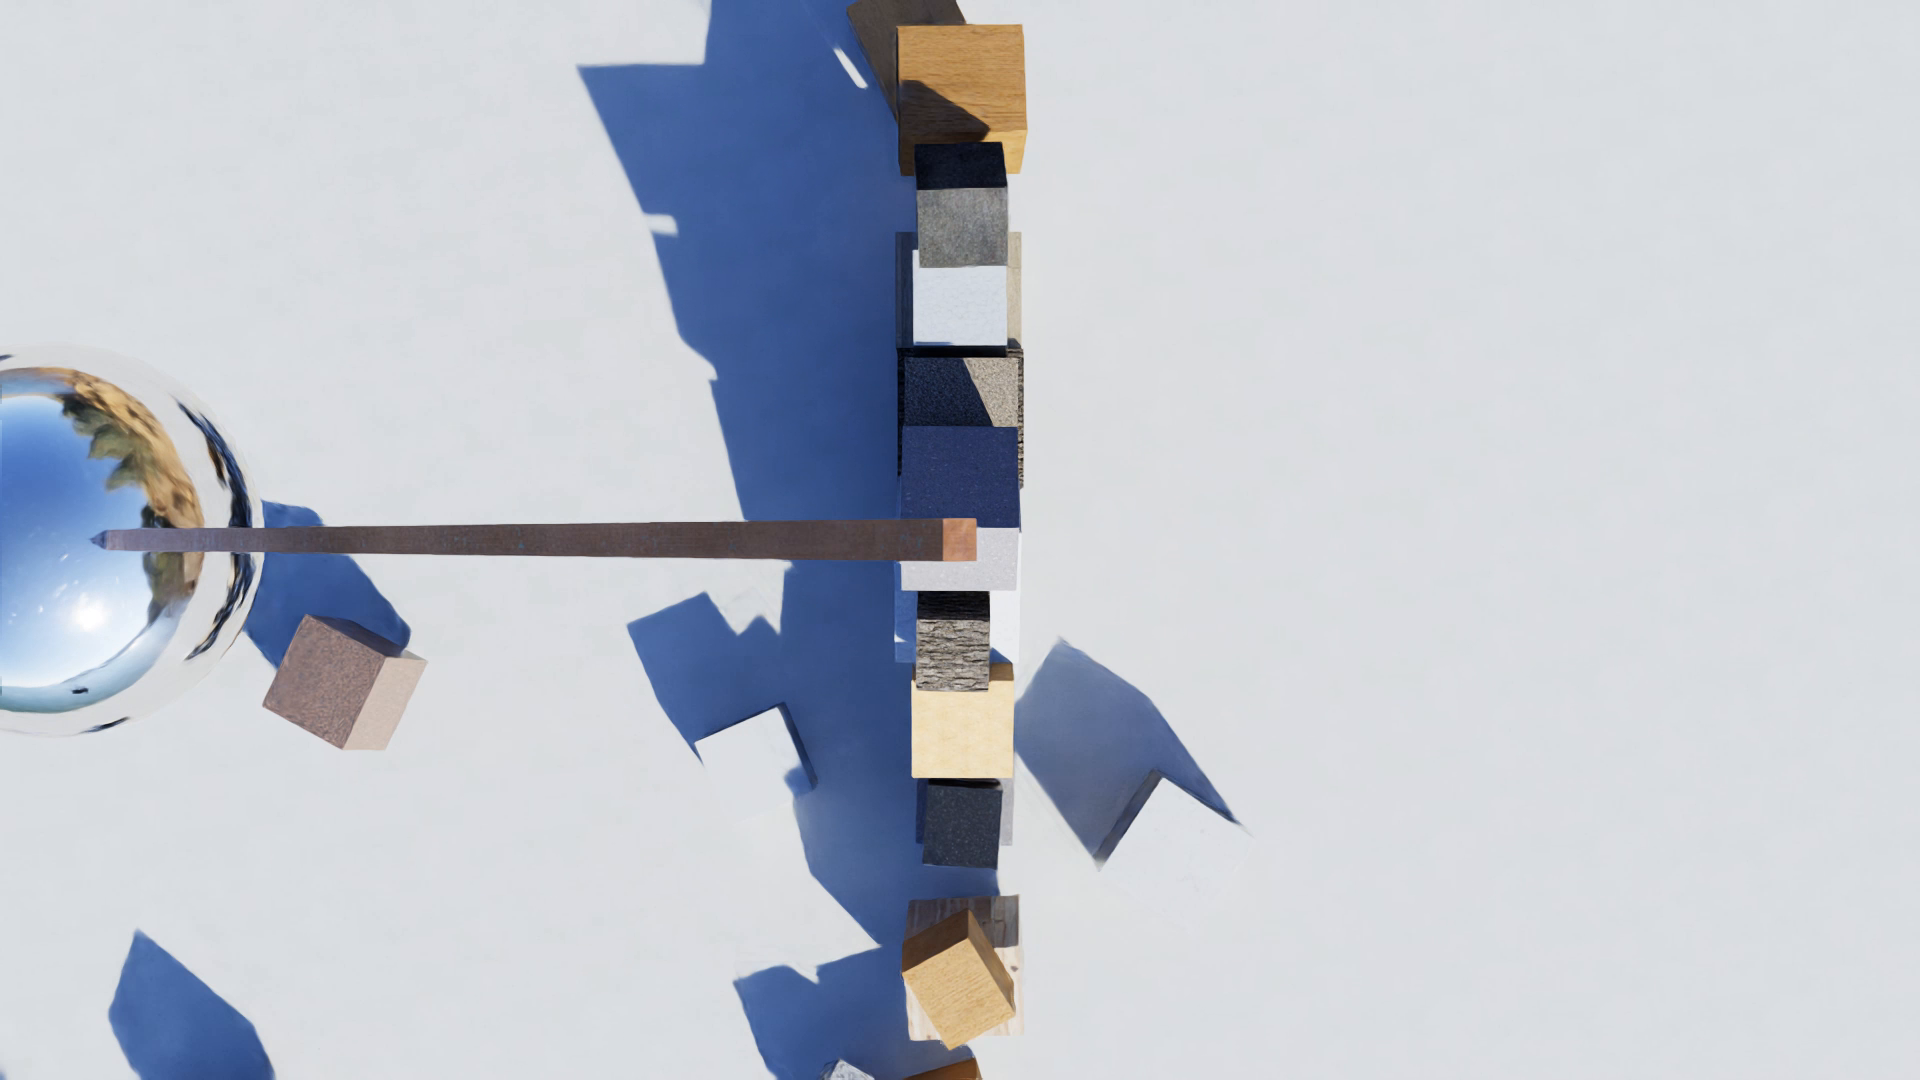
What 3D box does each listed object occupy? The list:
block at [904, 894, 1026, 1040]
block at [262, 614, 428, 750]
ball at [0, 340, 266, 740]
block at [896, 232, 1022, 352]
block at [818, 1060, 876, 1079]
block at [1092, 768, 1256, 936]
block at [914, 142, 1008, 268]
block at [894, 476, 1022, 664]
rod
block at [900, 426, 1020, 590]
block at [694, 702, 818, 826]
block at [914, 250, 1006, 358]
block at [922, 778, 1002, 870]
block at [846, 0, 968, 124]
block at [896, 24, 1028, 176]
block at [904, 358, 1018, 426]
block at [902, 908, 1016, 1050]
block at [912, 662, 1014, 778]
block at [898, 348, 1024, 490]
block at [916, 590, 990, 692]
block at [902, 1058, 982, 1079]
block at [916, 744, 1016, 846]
[{"bbox_3d":[0.033,2.440,12.586,0.646,0.671,0.545,-3,106,3],"label":"block"},{"bbox_3d":[-3.541,0.826,12.679,0.568,0.526,0.581,26,90,13],"label":"block"},{"bbox_3d":[-3.640,0.000,8.872,1.600,1.600,1.600,0,90,0],"label":"ball"},{"bbox_3d":[-0.008,-1.397,12.634,0.703,0.731,0.649,0,90,0],"label":"block"},{"bbox_3d":[-0.664,3.284,12.739,0.380,0.363,0.380,31,66,-6],"label":"block"},{"bbox_3d":[1.226,1.787,12.706,0.633,0.587,0.654,34,90,0],"label":"block"},{"bbox_3d":[0.006,-1.766,11.593,0.466,0.495,0.467,-2,128,-1],"label":"block"},{"bbox_3d":[-0.012,0.157,12.048,0.671,0.701,0.785,1,116,0],"label":"block"},{"bbox_3d":[-1.577,0.000,6.170,0.080,5.200,0.080,0,90,-37],"label":"rod"},{"bbox_3d":[-0.002,-0.161,11.314,0.590,0.541,0.651,0,53,0],"label":"block"},{"bbox_3d":[-1.171,1.288,12.751,0.514,0.497,0.517,-23,90,0],"label":"block"},{"bbox_3d":[0.000,-1.257,11.958,0.494,0.562,0.520,0,83,0],"label":"block"},{"bbox_3d":[0.013,1.581,12.284,0.413,0.394,0.435,4,89,0],"label":"block"},{"bbox_3d":[-0.247,-2.860,12.736,0.578,0.527,0.646,-26,90,0],"label":"block"},{"bbox_3d":[0.000,-2.411,12.093,0.677,0.651,0.608,-2,79,-3],"label":"block"},{"bbox_3d":[0.006,-0.657,11.910,0.598,0.615,0.610,0,90,0],"label":"block"},{"bbox_3d":[-0.006,2.390,11.994,0.412,0.423,0.516,-29,101,7],"label":"block"},{"bbox_3d":[0.014,0.910,12.076,0.544,0.582,0.581,0,112,0],"label":"block"},{"bbox_3d":[0.003,-0.678,12.609,0.703,0.782,0.771,0,90,0],"label":"block"},{"bbox_3d":[-0.036,0.507,11.588,0.379,0.433,0.425,1,116,0],"label":"block"},{"bbox_3d":[-0.065,3.375,12.740,0.484,0.519,0.519,-16,90,0],"label":"block"},{"bbox_3d":[0.031,1.466,12.741,0.550,0.517,0.527,2,90,0],"label":"block"}]
